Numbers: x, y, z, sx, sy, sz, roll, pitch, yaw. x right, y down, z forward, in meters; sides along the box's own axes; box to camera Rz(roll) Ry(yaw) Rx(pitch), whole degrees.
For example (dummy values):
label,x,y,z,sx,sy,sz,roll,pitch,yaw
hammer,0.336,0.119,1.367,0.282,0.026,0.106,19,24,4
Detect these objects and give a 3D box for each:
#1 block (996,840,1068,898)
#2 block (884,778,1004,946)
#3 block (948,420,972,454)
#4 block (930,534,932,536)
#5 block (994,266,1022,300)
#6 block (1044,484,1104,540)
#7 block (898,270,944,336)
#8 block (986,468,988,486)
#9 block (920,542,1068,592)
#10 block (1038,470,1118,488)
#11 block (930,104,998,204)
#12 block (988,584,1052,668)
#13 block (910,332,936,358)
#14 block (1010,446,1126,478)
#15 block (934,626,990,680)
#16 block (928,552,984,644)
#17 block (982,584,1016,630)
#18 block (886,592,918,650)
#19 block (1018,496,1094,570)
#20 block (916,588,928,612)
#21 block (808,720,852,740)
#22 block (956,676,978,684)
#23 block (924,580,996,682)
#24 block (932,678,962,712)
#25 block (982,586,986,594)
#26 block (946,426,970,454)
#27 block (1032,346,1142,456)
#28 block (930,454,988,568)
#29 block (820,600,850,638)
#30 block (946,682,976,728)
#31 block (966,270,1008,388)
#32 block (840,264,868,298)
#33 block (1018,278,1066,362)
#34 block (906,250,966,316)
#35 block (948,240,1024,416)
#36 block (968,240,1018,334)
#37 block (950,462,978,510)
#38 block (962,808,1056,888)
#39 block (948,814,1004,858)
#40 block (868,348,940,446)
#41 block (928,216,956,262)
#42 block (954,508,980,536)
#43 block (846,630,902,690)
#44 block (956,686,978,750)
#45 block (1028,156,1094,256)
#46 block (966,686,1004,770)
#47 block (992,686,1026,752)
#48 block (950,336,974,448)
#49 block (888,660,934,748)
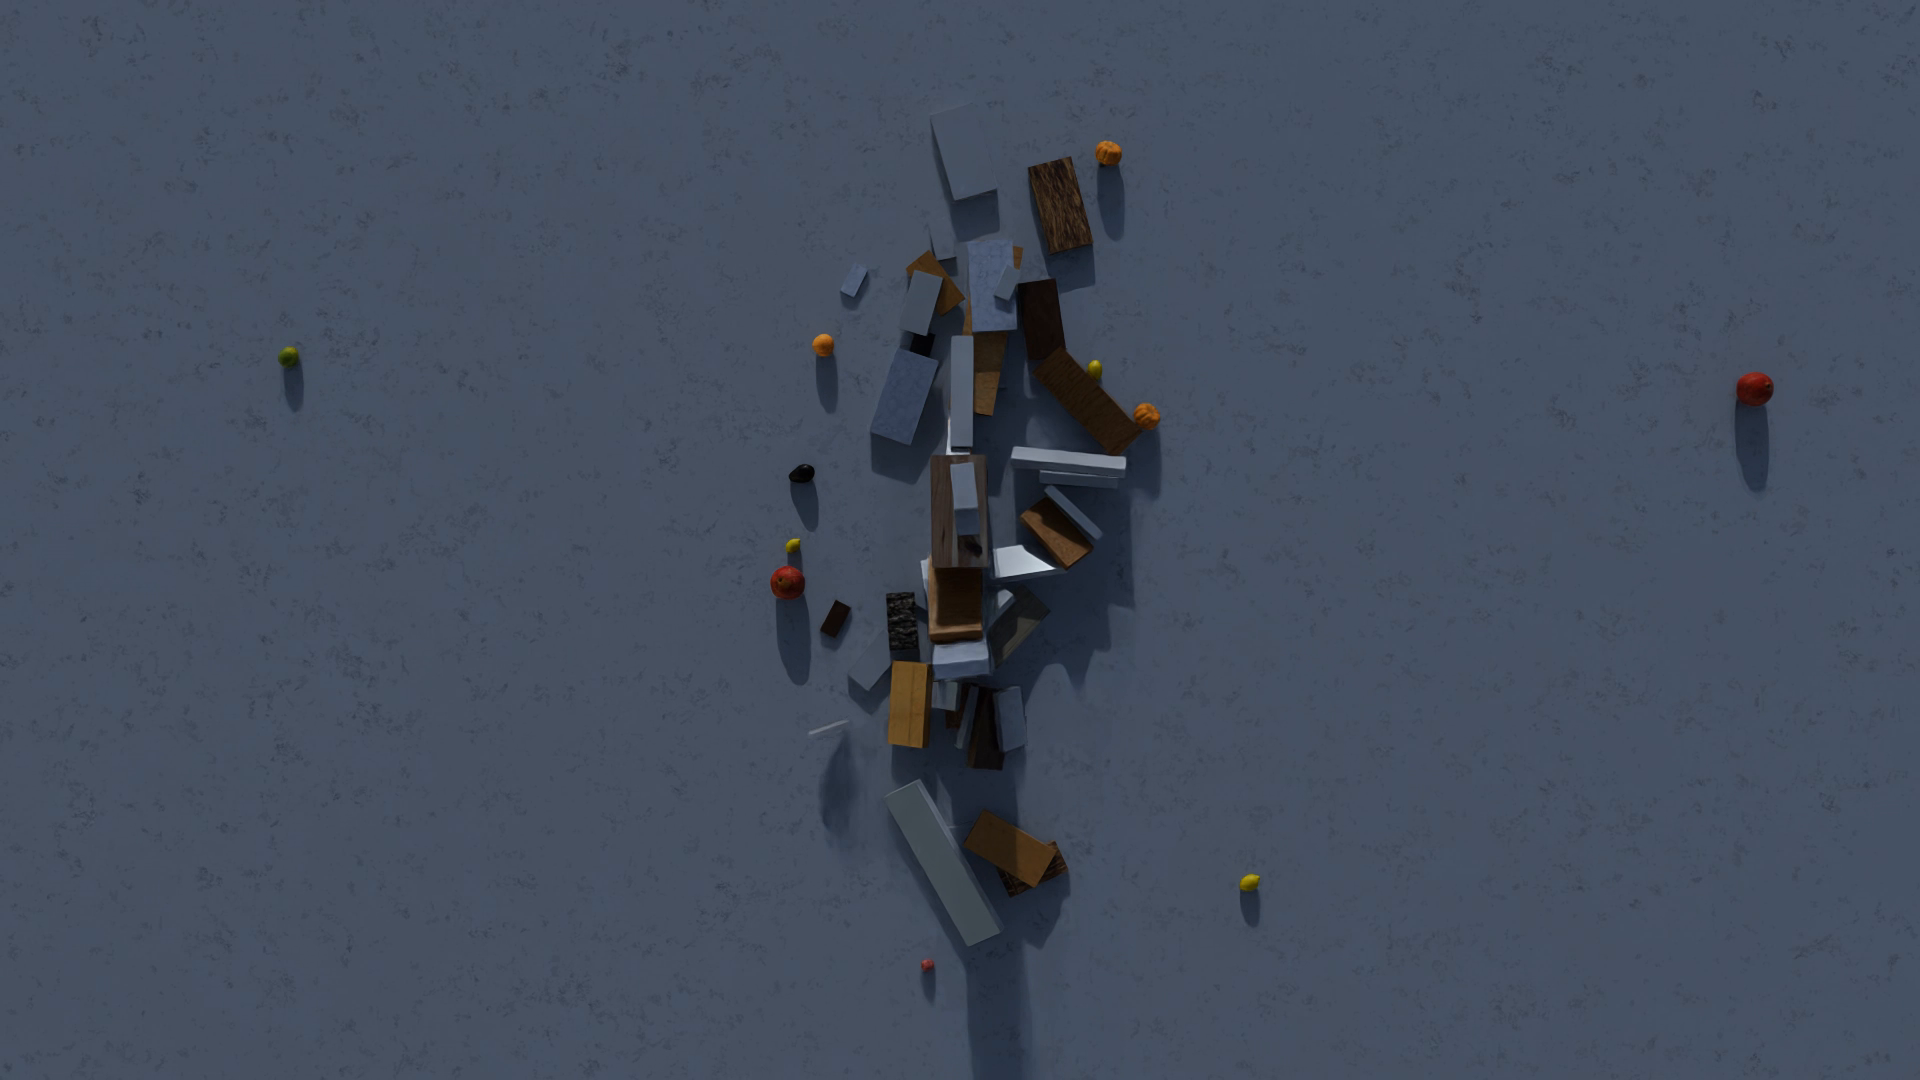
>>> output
label,x,y,z,sx,sy,sz,roll,pitch,yaw
block,0.241,1.093,5.485,0.216,0.031,0.108,-26,90,0
block,-0.053,1.067,5.453,0.138,0.039,0.567,-30,90,25
block,-0.001,-0.335,5.445,0.077,0.022,0.153,0,53,0
block,-0.001,0.007,5.325,0.174,0.348,0.049,-5,88,0
block,0.156,-0.836,5.368,0.052,0.015,0.104,24,90,0
block,0.372,-0.092,5.441,0.236,0.118,0.033,43,90,0
block,-0.129,-0.783,5.457,0.099,0.028,0.199,17,96,7
block,-0.001,-0.198,5.326,0.174,0.348,0.049,0,89,0
block,0.112,0.088,5.451,0.474,0.033,0.118,-9,53,0
block,0.389,-0.214,5.434,0.256,0.128,0.036,4,108,0
block,0.012,-1.285,5.479,0.147,0.042,0.294,-16,90,0
block,0.162,0.286,5.456,0.132,0.037,0.265,44,79,0
block,-0.139,-0.607,5.490,0.068,0.019,0.178,16,90,0
block,0.357,-0.257,5.430,0.375,0.108,0.031,6,115,5
block,0.004,0.350,5.143,0.167,0.334,0.047,-6,104,1
block,-0.013,0.176,5.271,0.167,0.047,0.334,-5,49,5
block,0.045,0.247,5.427,0.265,0.037,0.132,-46,55,-9
block,-0.192,0.269,5.464,0.095,0.027,0.189,-4,87,-3
block,0.317,-0.022,5.433,0.118,0.033,0.236,-36,74,-21
block,-0.090,0.215,5.492,0.115,0.016,0.058,33,90,0
block,-0.428,0.624,5.432,0.136,0.068,0.019,-18,94,-20
block,0.002,0.370,5.465,0.104,0.030,0.209,-2,78,0
block,-0.001,0.276,5.349,0.167,0.047,0.334,-12,77,-1
block,-0.084,0.502,5.437,0.189,0.027,0.095,7,92,32
block,0.036,0.142,5.460,0.058,0.016,0.115,-31,54,-1
block,-0.002,-0.324,5.410,0.077,0.022,0.153,3,53,3
block,0.421,-0.457,5.460,0.128,0.036,0.394,-44,94,9
block,-0.003,-0.090,5.126,0.174,0.049,0.348,-1,90,0
block,-0.414,0.263,5.492,0.058,0.016,0.115,28,90,0
block,0.002,0.520,5.485,0.104,0.030,0.209,-2,90,0
block,0.089,-0.708,5.479,0.147,0.042,0.403,2,90,0
block,-0.352,-0.864,5.493,0.052,0.015,0.104,27,90,0
block,0.272,-0.732,5.482,0.128,0.036,0.256,-8,90,0
block,-0.082,-0.851,5.476,0.099,0.028,0.199,-37,90,12
block,0.086,-0.697,5.438,0.147,0.042,0.562,11,90,0
block,0.106,-0.829,5.396,0.147,0.042,0.293,-3,90,0
block,0.012,-0.164,5.072,0.072,0.020,0.144,-6,75,0
block,0.163,1.018,5.450,0.275,0.039,0.138,30,90,0
block,0.051,0.989,5.485,0.216,0.031,0.108,-15,90,0
block,-0.185,-0.476,5.465,0.147,0.042,0.293,19,96,0
block,-0.059,-1.001,5.490,0.068,0.019,0.136,-12,90,0
block,0.020,-0.088,5.091,0.072,0.020,0.144,-5,90,0
block,-0.280,0.399,5.487,0.095,0.027,0.189,40,90,0
block,0.055,0.592,5.440,0.104,0.030,0.209,19,83,-44
block,0.333,-1.110,5.479,0.147,0.042,0.294,-15,90,0
block,0.101,0.621,5.439,0.132,0.037,0.265,11,89,-43
block,0.163,0.590,5.440,0.099,0.028,0.199,-15,104,-39
block,0.007,-0.485,5.388,0.072,0.020,0.367,0,84,1
block,-0.163,0.540,5.446,0.138,0.039,0.275,4,90,32
